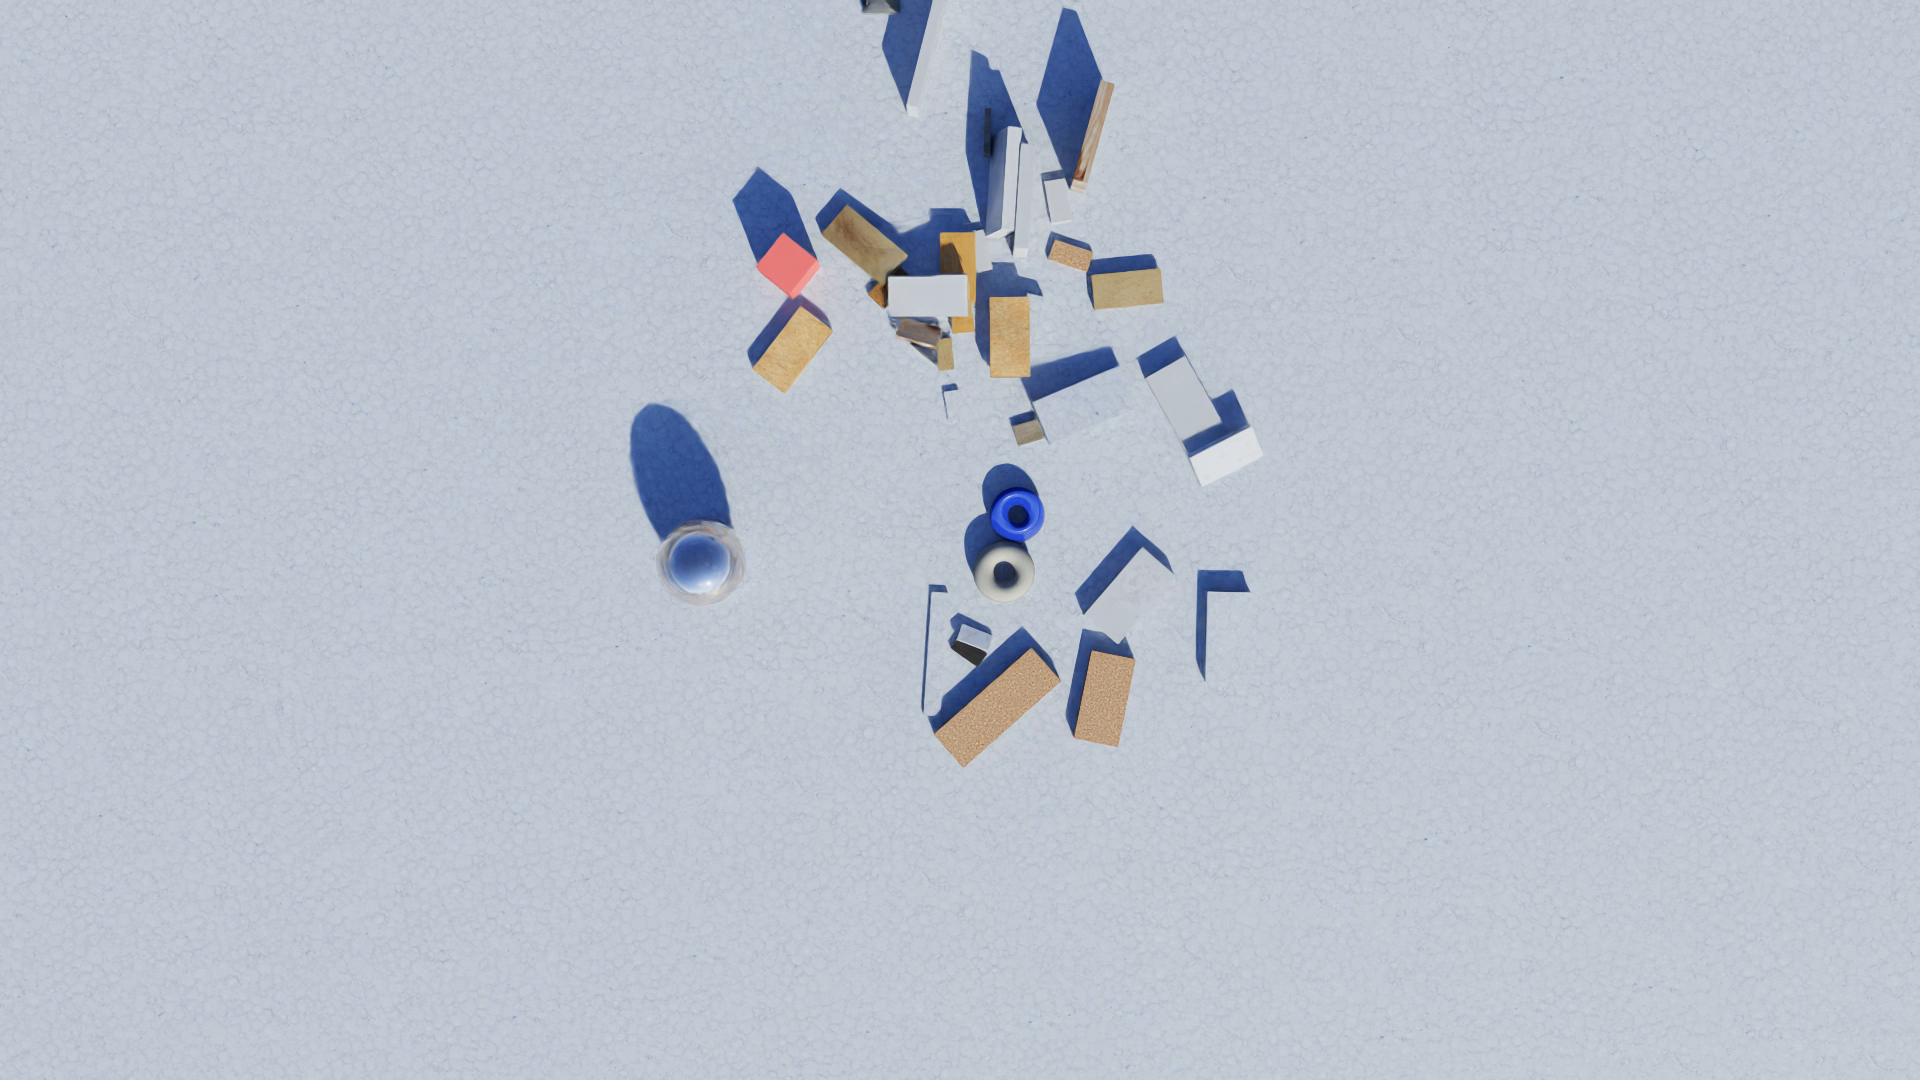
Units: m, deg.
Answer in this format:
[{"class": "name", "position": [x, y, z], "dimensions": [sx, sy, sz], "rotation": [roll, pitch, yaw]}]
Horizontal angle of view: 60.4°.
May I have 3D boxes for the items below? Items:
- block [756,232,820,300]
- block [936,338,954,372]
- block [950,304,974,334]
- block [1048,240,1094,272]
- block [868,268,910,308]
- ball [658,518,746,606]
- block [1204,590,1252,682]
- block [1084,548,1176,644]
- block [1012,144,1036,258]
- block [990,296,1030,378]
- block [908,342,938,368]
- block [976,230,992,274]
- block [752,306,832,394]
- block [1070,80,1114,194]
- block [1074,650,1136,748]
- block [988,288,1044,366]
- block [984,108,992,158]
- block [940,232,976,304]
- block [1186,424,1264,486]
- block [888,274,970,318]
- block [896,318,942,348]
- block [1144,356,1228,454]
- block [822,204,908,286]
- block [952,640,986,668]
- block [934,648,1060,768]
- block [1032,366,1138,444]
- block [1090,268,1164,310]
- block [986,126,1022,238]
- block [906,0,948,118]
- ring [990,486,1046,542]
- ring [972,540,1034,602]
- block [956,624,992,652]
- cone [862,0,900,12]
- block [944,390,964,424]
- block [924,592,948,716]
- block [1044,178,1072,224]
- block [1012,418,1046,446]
[{"class": "block", "position": [-0.564, -0.899, 5.429], "dimensions": [0.142, 0.142, 0.142], "rotation": [39, 90, 0]}, {"class": "block", "position": [-0.049, -0.617, 5.493], "dimensions": [0.052, 0.015, 0.103], "rotation": [-5, 90, 0]}, {"class": "block", "position": [-0.003, -0.822, 5.490], "dimensions": [0.073, 0.021, 0.264], "rotation": [-7, 90, 0]}, {"class": "block", "position": [0.369, -0.945, 5.490], "dimensions": [0.136, 0.019, 0.068], "rotation": [18, 90, 0]}, {"class": "block", "position": [-0.233, -0.844, 5.490], "dimensions": [0.070, 0.020, 0.140], "rotation": [42, 90, 0]}, {"class": "ball", "position": [-0.837, 0.073, 5.358], "dimensions": [0.283, 0.283, 0.283], "rotation": [0, 90, 0]}, {"class": "block", "position": [0.890, 0.321, 5.479], "dimensions": [0.149, 0.042, 0.298], "rotation": [1, 90, 0]}, {"class": "block", "position": [0.563, 0.184, 5.479], "dimensions": [0.149, 0.042, 0.297], "rotation": [41, 90, 0]}, {"class": "block", "position": [0.210, -1.112, 5.417], "dimensions": [0.047, 0.167, 0.339], "rotation": [4, 90, 0]}, {"class": "block", "position": [0.164, -0.669, 5.444], "dimensions": [0.131, 0.037, 0.262], "rotation": [-1, 90, 0]}, {"class": "block", "position": [-0.124, -0.616, 5.473], "dimensions": [0.103, 0.052, 0.015], "rotation": [40, 111, 0]}, {"class": "block", "position": [0.060, -0.958, 5.490], "dimensions": [0.068, 0.019, 0.136], "rotation": [-14, 90, 0]}, {"class": "block", "position": [-0.556, -0.631, 5.481], "dimensions": [0.132, 0.037, 0.264], "rotation": [38, 90, 0]}, {"class": "block", "position": [0.434, -1.320, 5.417], "dimensions": [0.047, 0.167, 0.334], "rotation": [15, 90, 0]}, {"class": "block", "position": [0.480, 0.526, 5.479], "dimensions": [0.149, 0.042, 0.297], "rotation": [11, 90, 0]}, {"class": "block", "position": [0.186, -0.693, 5.481], "dimensions": [0.131, 0.037, 0.262], "rotation": [14, 90, 0]}, {"class": "block", "position": [0.090, -1.349, 5.464], "dimensions": [0.021, 0.073, 0.146], "rotation": [2, 90, 0]}, {"class": "block", "position": [-0.006, -0.900, 5.463], "dimensions": [0.115, 0.033, 0.230], "rotation": [0, 90, 0]}, {"class": "block", "position": [0.878, -0.281, 5.462], "dimensions": [0.230, 0.033, 0.115], "rotation": [-27, 114, 0]}, {"class": "block", "position": [-0.103, -0.804, 5.433], "dimensions": [0.264, 0.037, 0.132], "rotation": [1, 100, 12]}, {"class": "block", "position": [-0.137, -0.688, 5.477], "dimensions": [0.140, 0.020, 0.070], "rotation": [16, 71, 2]}, {"class": "block", "position": [0.753, -0.444, 5.479], "dimensions": [0.149, 0.042, 0.298], "rotation": [-29, 90, 0]}, {"class": "block", "position": [-0.316, -0.976, 5.471], "dimensions": [0.264, 0.037, 0.132], "rotation": [40, 90, 5]}, {"class": "block", "position": [0.030, 0.370, 5.492], "dimensions": [0.111, 0.016, 0.055], "rotation": [35, 90, 0]}, {"class": "block", "position": [0.124, 0.556, 5.479], "dimensions": [0.433, 0.042, 0.149], "rotation": [-42, 90, 0]}, {"class": "block", "position": [0.413, -0.448, 5.466], "dimensions": [0.319, 0.042, 0.149], "rotation": [-23, 90, -5]}, {"class": "block", "position": [0.556, -0.833, 5.484], "dimensions": [0.229, 0.033, 0.115], "rotation": [-6, 90, 0]}, {"class": "block", "position": [0.142, -1.171, 5.413], "dimensions": [0.047, 0.167, 0.334], "rotation": [4, 90, -18]}, {"class": "block", "position": [-0.093, -1.664, 5.435], "dimensions": [0.037, 0.131, 0.519], "rotation": [14, 90, 0]}, {"class": "ring", "position": [0.191, -0.085, 5.470], "dimensions": [0.184, 0.061, 0.184], "rotation": [0, 89, 0]}, {"class": "ring", "position": [0.146, 0.105, 5.467], "dimensions": [0.206, 0.069, 0.206], "rotation": [0, 91, -1]}, {"class": "block", "position": [0.049, 0.324, 5.482], "dimensions": [0.111, 0.016, 0.055], "rotation": [21, 75, -4]}, {"class": "cone", "position": [-0.280, -1.780, 5.473], "dimensions": [0.120, 0.120, 0.120], "rotation": [-21, 90, 27]}, {"class": "block", "position": [-0.020, -0.445, 5.493], "dimensions": [0.052, 0.015, 0.103], "rotation": [-10, 90, 0]}, {"class": "block", "position": [-0.080, 0.379, 5.492], "dimensions": [0.055, 0.016, 0.412], "rotation": [4, 90, 0]}, {"class": "block", "position": [0.327, -1.127, 5.490], "dimensions": [0.070, 0.020, 0.140], "rotation": [-10, 90, 0]}, {"class": "block", "position": [0.249, -0.365, 5.490], "dimensions": [0.136, 0.019, 0.068], "rotation": [-17, 90, 0]}]
